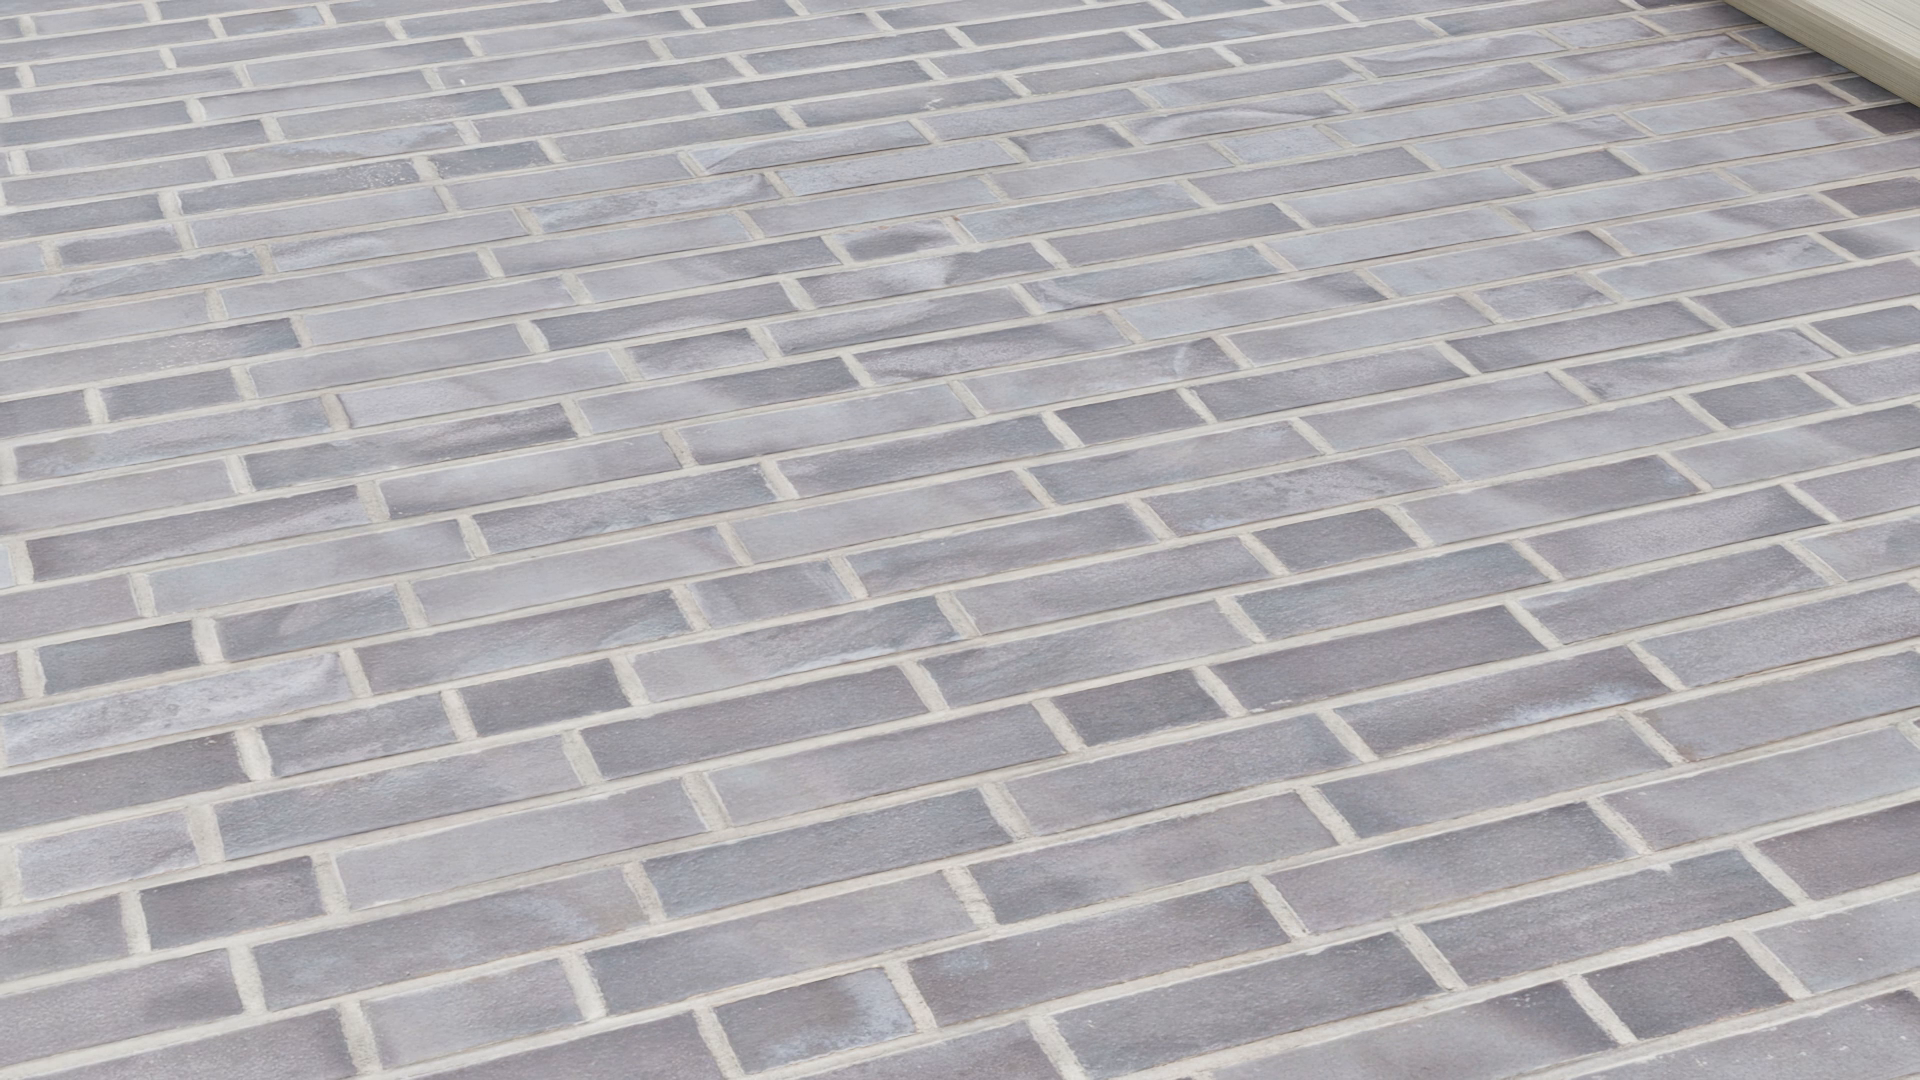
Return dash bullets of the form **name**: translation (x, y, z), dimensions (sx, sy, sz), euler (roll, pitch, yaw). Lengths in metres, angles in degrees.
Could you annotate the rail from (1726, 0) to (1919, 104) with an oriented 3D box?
- **rail**: translation (0.587, -0.675, 2.916), dimensions (0.045, 0.116, 4.060), euler (-11, 31, -18)
